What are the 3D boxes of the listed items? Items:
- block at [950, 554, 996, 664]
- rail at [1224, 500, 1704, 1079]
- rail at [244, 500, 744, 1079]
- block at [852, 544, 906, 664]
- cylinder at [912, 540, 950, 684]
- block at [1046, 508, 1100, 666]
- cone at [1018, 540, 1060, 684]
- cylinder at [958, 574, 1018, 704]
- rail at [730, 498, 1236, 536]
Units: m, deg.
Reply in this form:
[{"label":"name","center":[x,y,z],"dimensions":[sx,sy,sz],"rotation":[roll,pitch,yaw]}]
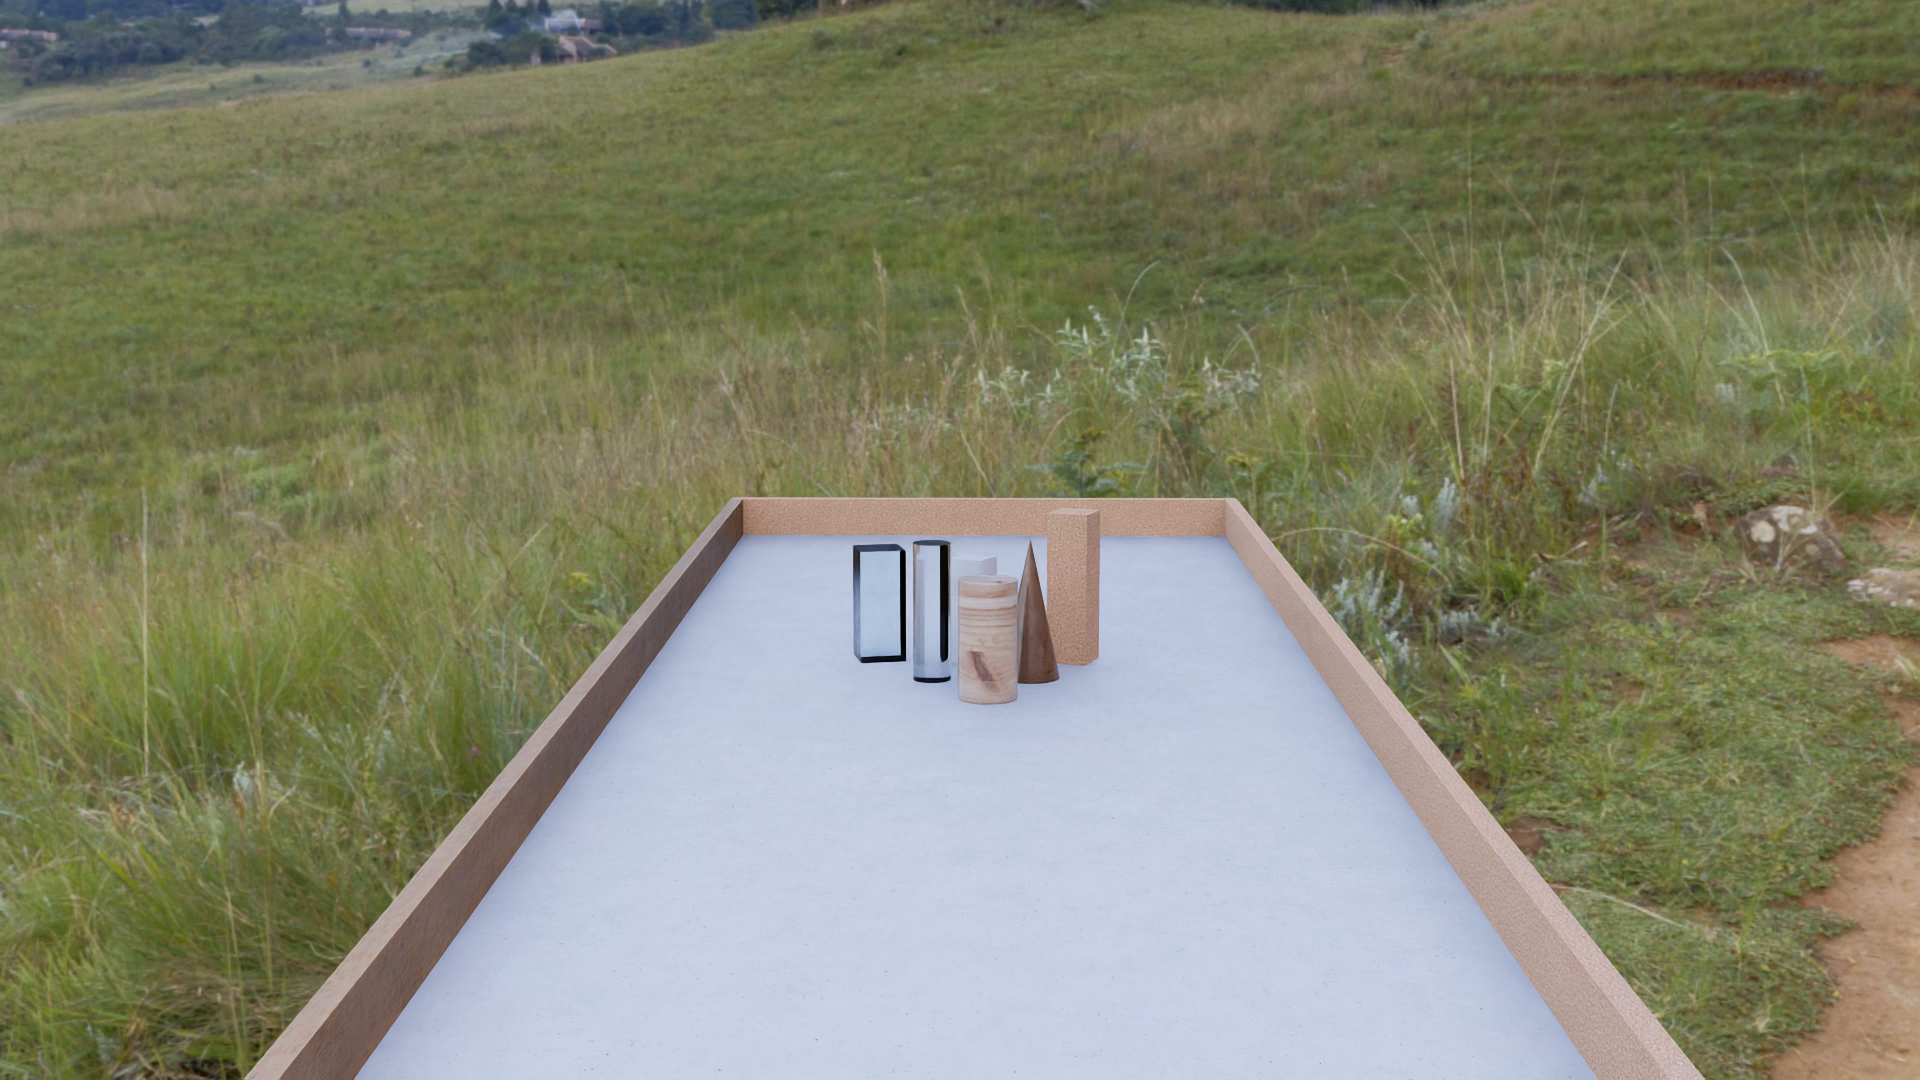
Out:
[{"label":"block","center":[0.039,0.210,6.667],"dimensions":[0.108,0.319,0.108],"rotation":[5,10,28]},{"label":"rail","center":[1.046,0.843,3.208],"dimensions":[0.050,0.150,12.000],"rotation":[0,9,1]},{"label":"rail","center":[-1.004,0.839,3.234],"dimensions":[0.050,0.150,12.000],"rotation":[0,9,1]},{"label":"block","center":[-0.246,0.192,6.708],"dimensions":[0.138,0.341,0.138],"rotation":[-2,9,-13]},{"label":"cylinder","center":[-0.082,0.208,6.409],"dimensions":[0.110,0.404,0.110],"rotation":[0,9,0]},{"label":"block","center":[0.344,0.140,6.664],"dimensions":[0.125,0.457,0.125],"rotation":[4,10,22]},{"label":"cone","center":[0.205,0.198,6.431],"dimensions":[0.177,0.415,0.177],"rotation":[0,9,0]},{"label":"cylinder","center":[0.079,0.278,6.171],"dimensions":[0.167,0.340,0.167],"rotation":[0,9,0]},{"label":"rail","center":[0.099,-0.098,9.147],"dimensions":[2.100,0.150,0.050],"rotation":[0,9,1]}]
